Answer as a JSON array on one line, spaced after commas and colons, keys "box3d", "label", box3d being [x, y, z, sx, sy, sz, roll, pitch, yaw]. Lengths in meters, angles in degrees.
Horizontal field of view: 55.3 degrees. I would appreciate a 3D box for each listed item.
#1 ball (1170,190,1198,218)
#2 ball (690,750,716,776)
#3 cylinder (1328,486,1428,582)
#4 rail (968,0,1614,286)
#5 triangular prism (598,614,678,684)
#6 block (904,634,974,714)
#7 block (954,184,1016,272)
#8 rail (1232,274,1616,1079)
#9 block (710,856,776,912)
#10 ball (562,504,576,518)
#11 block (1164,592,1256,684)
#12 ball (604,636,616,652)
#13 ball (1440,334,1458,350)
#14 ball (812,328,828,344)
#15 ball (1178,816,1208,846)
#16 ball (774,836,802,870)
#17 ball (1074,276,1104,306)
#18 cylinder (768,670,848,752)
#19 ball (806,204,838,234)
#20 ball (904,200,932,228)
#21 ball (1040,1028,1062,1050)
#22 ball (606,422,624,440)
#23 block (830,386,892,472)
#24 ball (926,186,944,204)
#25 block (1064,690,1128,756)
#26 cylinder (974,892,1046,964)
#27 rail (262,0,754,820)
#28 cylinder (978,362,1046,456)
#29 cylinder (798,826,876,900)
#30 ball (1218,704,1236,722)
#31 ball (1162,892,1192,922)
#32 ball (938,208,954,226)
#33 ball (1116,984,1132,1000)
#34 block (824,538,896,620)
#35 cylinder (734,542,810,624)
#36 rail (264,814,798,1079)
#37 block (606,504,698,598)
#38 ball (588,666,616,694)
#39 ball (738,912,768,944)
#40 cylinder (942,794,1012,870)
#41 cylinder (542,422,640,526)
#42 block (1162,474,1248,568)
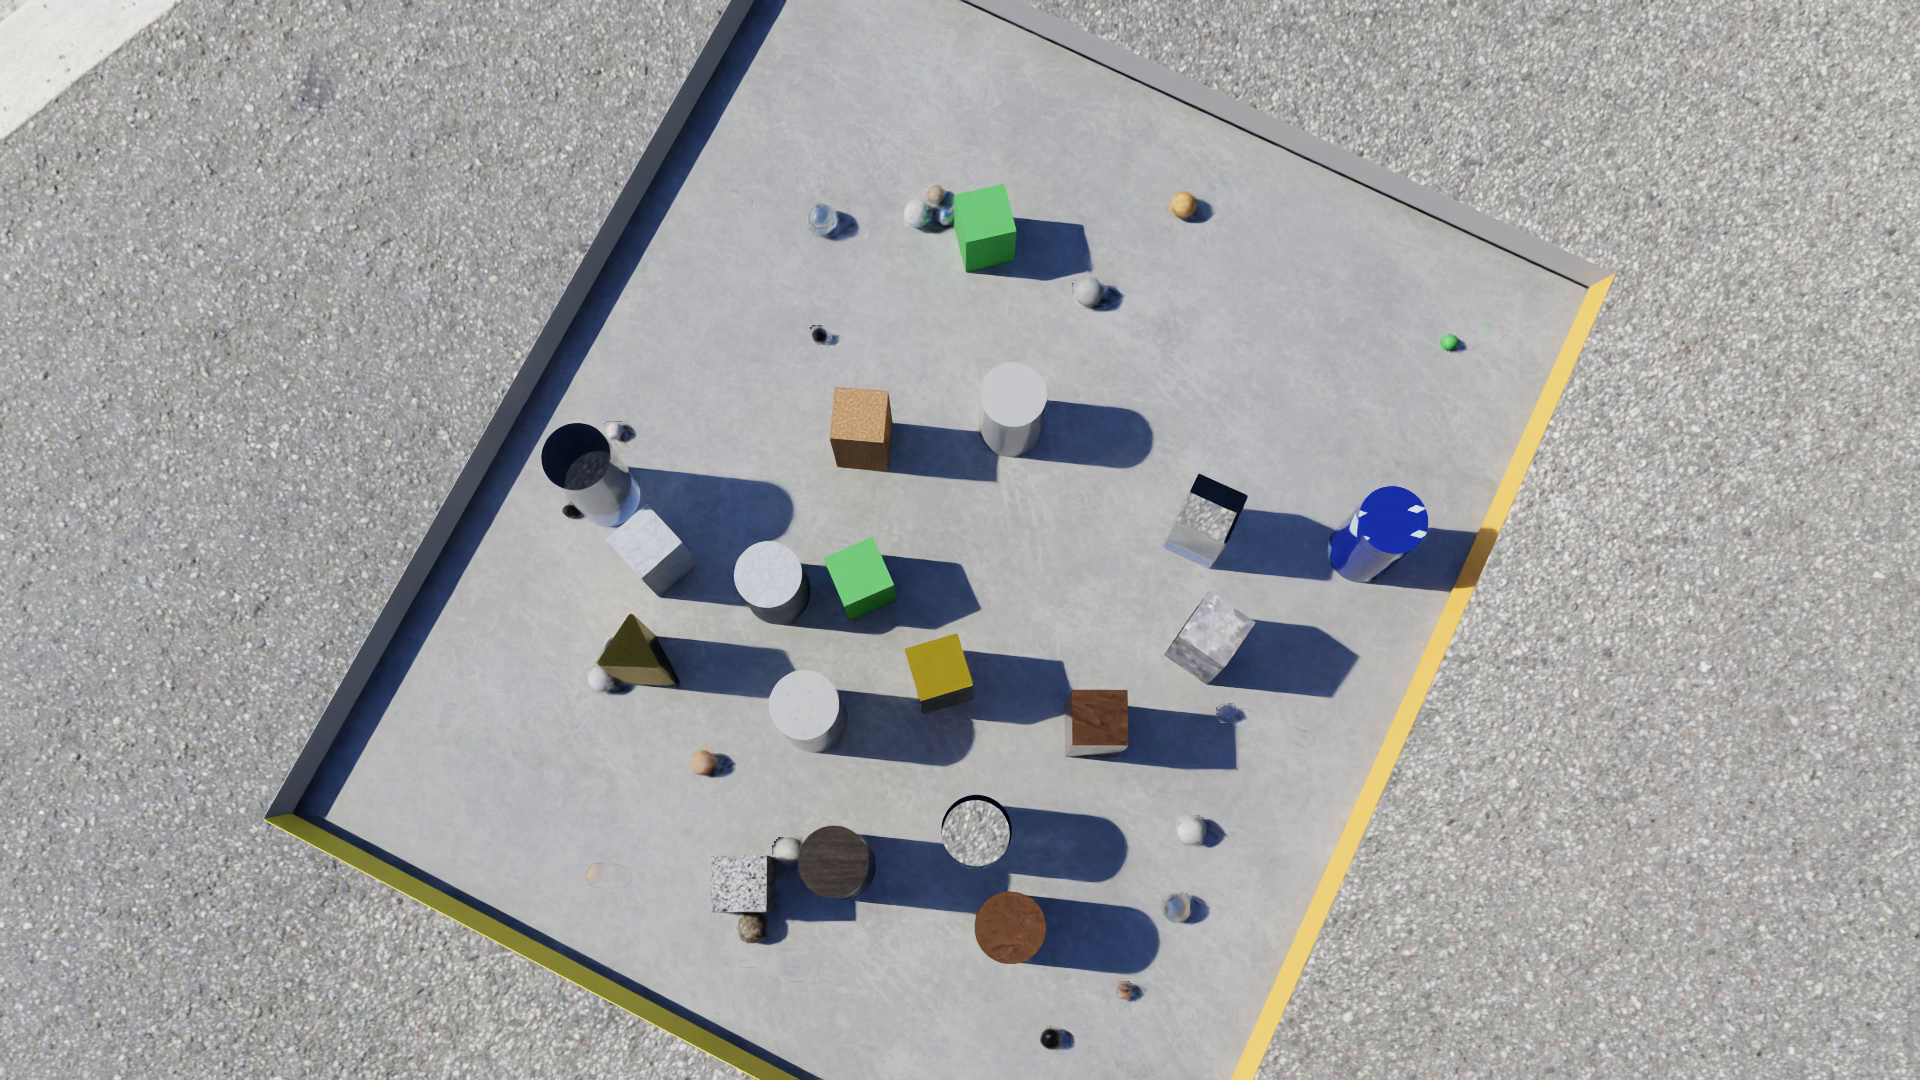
[{"box3d": [0.707, -1.060, 5.792, 0.086, 0.086, 0.086, 0, 78, 0], "label": "ball"}, {"box3d": [-0.764, 0.662, 5.440, 0.077, 0.077, 0.077, 0, 78, 0], "label": "ball"}, {"box3d": [1.223, -0.011, 5.389, 0.196, 0.451, 0.196, 0, 78, 0], "label": "cylinder"}, {"box3d": [0.728, -1.419, 5.844, 2.877, 0.127, 0.045, 26, 80, 5], "label": "rail"}, {"box3d": [-0.929, 0.320, 5.345, 0.170, 0.403, 0.147, 2, 78, 0], "label": "triangular prism"}, {"box3d": [-0.060, 0.394, 5.368, 0.157, 0.328, 0.157, -17, 79, -3], "label": "block"}, {"box3d": [0.076, -0.964, 5.682, 0.157, 0.263, 0.157, -13, 79, -3], "label": "block"}, {"box3d": [1.266, 0.626, 5.421, 0.045, 0.127, 3.303, 26, 80, 5], "label": "rail"}, {"box3d": [-0.624, 0.994, 5.285, 0.157, 0.246, 0.157, -1, 78, 0], "label": "block"}, {"box3d": [-1.198, -0.089, 5.614, 0.041, 0.041, 0.041, 0, 78, 0], "label": "ball"}, {"box3d": [0.725, 0.290, 5.358, 0.157, 0.388, 0.157, 35, 80, 7], "label": "block"}, {"box3d": [-1.029, 0.329, 5.507, 0.082, 0.082, 0.082, 0, 78, 0], "label": "ball"}, {"box3d": [1.527, -0.617, 5.718, 0.051, 0.051, 0.051, 0, 78, 0], "label": "ball"}, {"box3d": [-0.439, -0.639, 5.723, 0.051, 0.051, 0.051, 0, 78, 0], "label": "ball"}, {"box3d": [0.684, 0.858, 5.395, 0.086, 0.086, 0.086, 0, 78, 0], "label": "ball"}, {"box3d": [-0.498, 0.920, 5.377, 0.096, 0.096, 0.096, 0, 78, 0], "label": "ball"}, {"box3d": [0.404, -0.776, 5.729, 0.094, 0.094, 0.094, 0, 78, 0], "label": "ball"}, {"box3d": [-0.436, 0.500, 5.311, 0.196, 0.395, 0.196, 0, 78, 0], "label": "cylinder"}, {"box3d": [-0.435, -1.011, 5.776, 0.098, 0.098, 0.098, 0, 78, 0], "label": "ball"}, {"box3d": [-0.133, -1.030, 5.784, 0.089, 0.089, 0.089, 0, 78, 0], "label": "ball"}, {"box3d": [0.261, 1.440, 5.288, 0.061, 0.061, 0.061, 0, 78, 0], "label": "ball"}, {"box3d": [-1.067, -0.337, 5.660, 0.052, 0.052, 0.052, 0, 78, 0], "label": "ball"}, {"box3d": [-0.294, -0.330, 5.508, 0.157, 0.347, 0.157, 5, 78, 1], "label": "block"}, {"box3d": [-0.077, -1.096, 5.814, 0.058, 0.058, 0.058, 0, 78, 0], "label": "ball"}, {"box3d": [0.393, 0.535, 5.318, 0.157, 0.368, 0.157, 0, 78, 0], "label": "block"}, {"box3d": [0.138, 1.100, 5.205, 0.196, 0.361, 0.196, 0, 78, 0], "label": "cylinder"}, {"box3d": [-1.266, -0.613, 5.677, 0.045, 0.127, 3.303, 26, 80, 5], "label": "rail"}, {"box3d": [0.156, -0.388, 5.515, 0.196, 0.357, 0.196, 0, 78, 0], "label": "cylinder"}, {"box3d": [-0.347, 0.922, 5.217, 0.196, 0.409, 0.196, 0, 78, 0], "label": "cylinder"}, {"box3d": [0.799, 0.519, 5.483, 0.052, 0.052, 0.052, 0, 78, 0], "label": "ball"}, {"box3d": [0.632, 1.074, 5.350, 0.086, 0.086, 0.086, 0, 78, 0], "label": "ball"}, {"box3d": [-0.044, -1.023, 5.795, 0.056, 0.056, 0.056, 0, 78, 0], "label": "ball"}, {"box3d": [0.476, 1.312, 5.320, 0.049, 0.049, 0.049, 0, 78, 0], "label": "ball"}, {"box3d": [-0.295, 0.118, 5.456, 0.157, 0.266, 0.157, -23, 79, -5], "label": "block"}, {"box3d": [-0.554, 0.130, 5.434, 0.196, 0.305, 0.196, 0, 78, 0], "label": "cylinder"}, {"box3d": [-0.728, 1.433, 5.254, 2.877, 0.127, 0.045, 26, 80, 5], "label": "rail"}, {"box3d": [-0.913, 0.035, 5.448, 0.157, 0.316, 0.157, -42, 81, -8], "label": "block"}, {"box3d": [-1.073, 0.417, 5.488, 0.082, 0.082, 0.082, 0, 78, 0], "label": "ball"}, {"box3d": [-0.605, 1.130, 5.338, 0.088, 0.088, 0.088, 0, 78, 0], "label": "ball"}, {"box3d": [0.046, 0.841, 5.257, 0.196, 0.364, 0.196, 0, 78, 0], "label": "cylinder"}, {"box3d": [-1.083, -0.186, 5.405, 0.196, 0.490, 0.196, 0, 78, 0], "label": "cylinder"}, {"box3d": [0.724, -0.052, 5.435, 0.157, 0.377, 0.157, 25, 79, 5], "label": "block"}]
